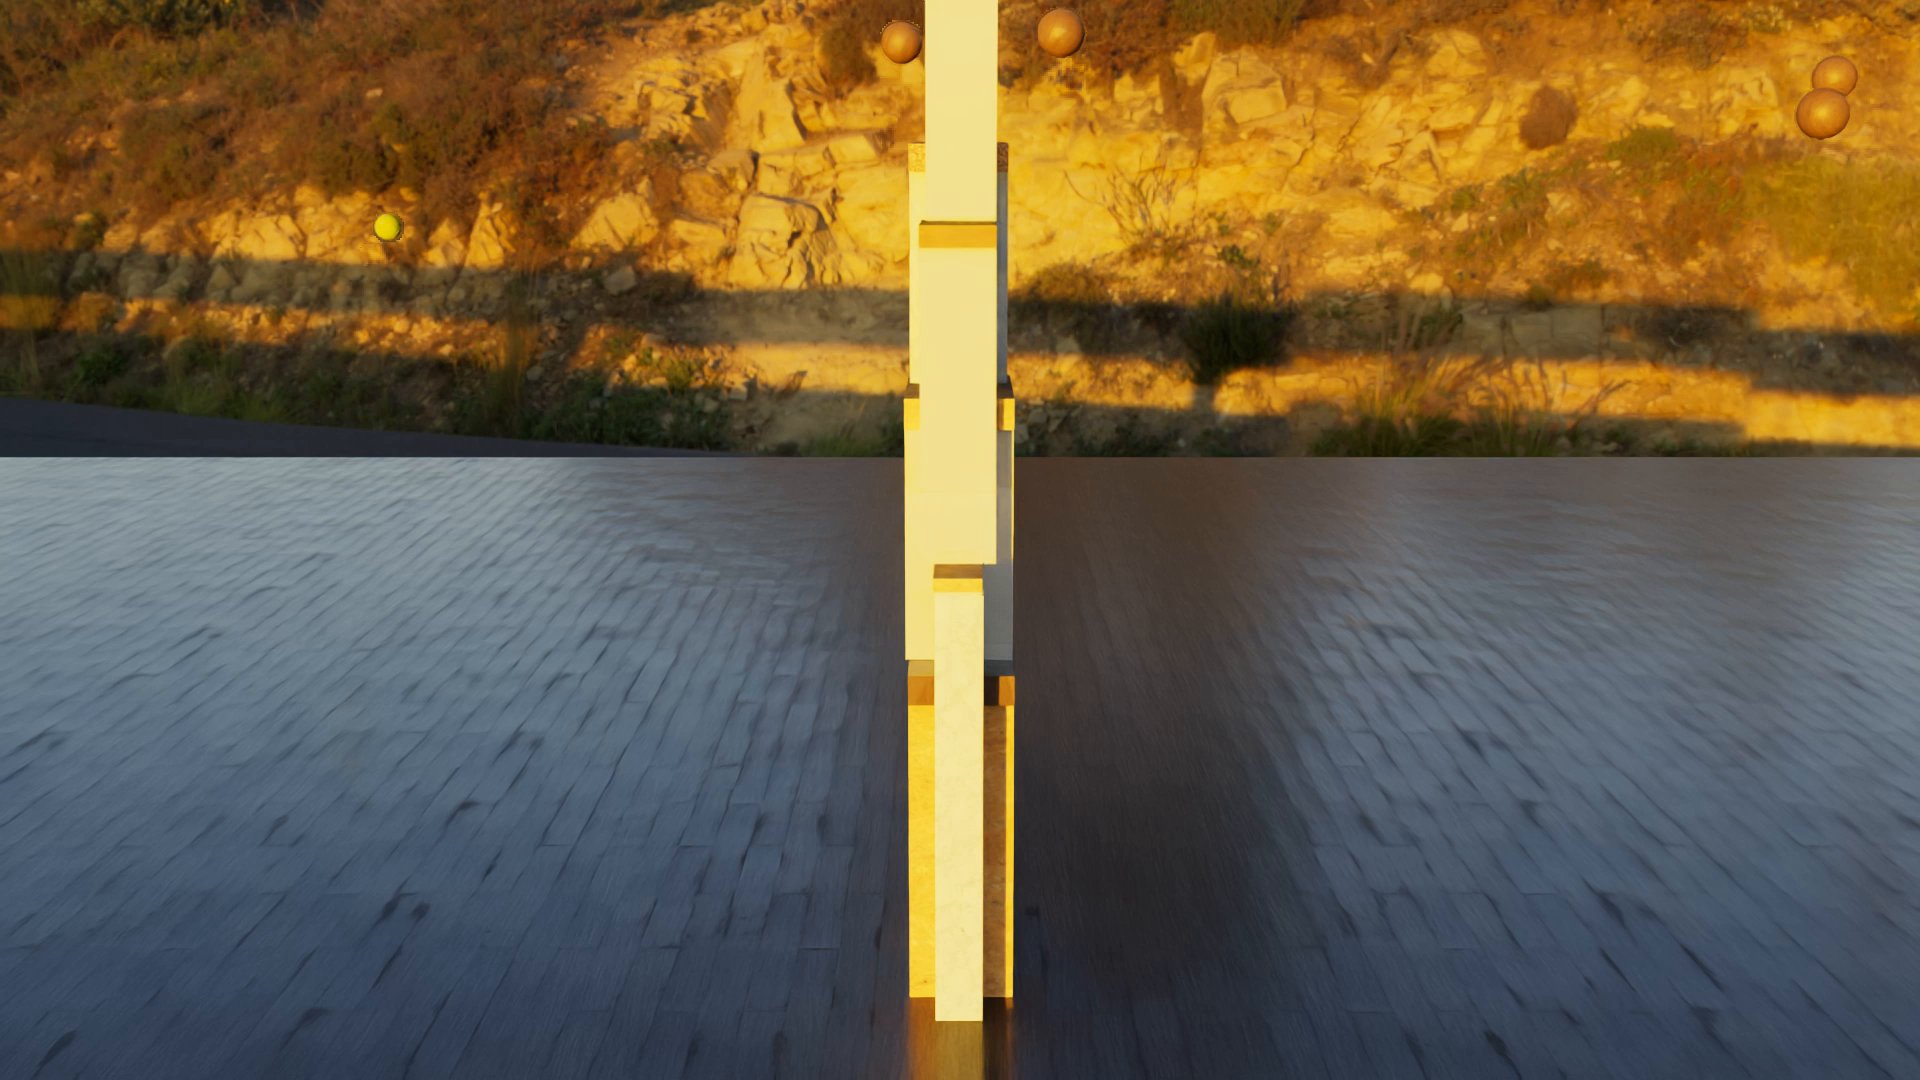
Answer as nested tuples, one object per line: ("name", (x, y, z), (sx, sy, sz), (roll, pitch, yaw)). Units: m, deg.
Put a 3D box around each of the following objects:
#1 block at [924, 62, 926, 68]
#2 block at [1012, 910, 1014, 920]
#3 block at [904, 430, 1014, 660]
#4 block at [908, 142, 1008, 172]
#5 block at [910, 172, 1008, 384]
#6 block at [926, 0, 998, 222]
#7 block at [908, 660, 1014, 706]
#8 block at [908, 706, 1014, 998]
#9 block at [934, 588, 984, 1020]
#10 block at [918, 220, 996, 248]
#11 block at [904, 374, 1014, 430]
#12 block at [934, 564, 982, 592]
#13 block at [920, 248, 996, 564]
("block", (-0.004, -0.773, 3.636), (0.106, 0.030, 0.211), (0, 10, -1))
("block", (0.004, 0.456, 3.504), (0.162, 0.324, 0.046), (0, 11, 0))
("block", (-0.001, 0.003, 3.199), (0.156, 0.342, 0.044), (0, 11, 0))
("block", (-0.002, -0.585, 3.356), (0.146, 0.041, 0.292), (0, 11, 0))
("block", (-0.002, -0.393, 3.293), (0.146, 0.313, 0.041), (0, 10, 0))
("block", (0.002, -0.616, 3.152), (0.102, 0.314, 0.029), (0, 10, 0))
("block", (0.002, 0.186, 3.265), (0.151, 0.043, 0.302), (0, 10, 0))
("block", (0.002, 0.447, 3.210), (0.151, 0.449, 0.043), (0, 11, 0))
("block", (-0.001, 0.377, 3.097), (0.068, 0.627, 0.019), (0, 10, 0))
("block", (-0.003, -0.435, 3.121), (0.107, 0.030, 0.214), (0, 10, 0))
("block", (-0.001, -0.206, 3.266), (0.156, 0.044, 0.312), (0, 11, 0))
("block", (-0.003, 0.051, 3.082), (0.068, 0.019, 0.135), (0, 10, 0))
("block", (-0.003, -0.188, 3.095), (0.107, 0.446, 0.030), (0, 11, 0))
